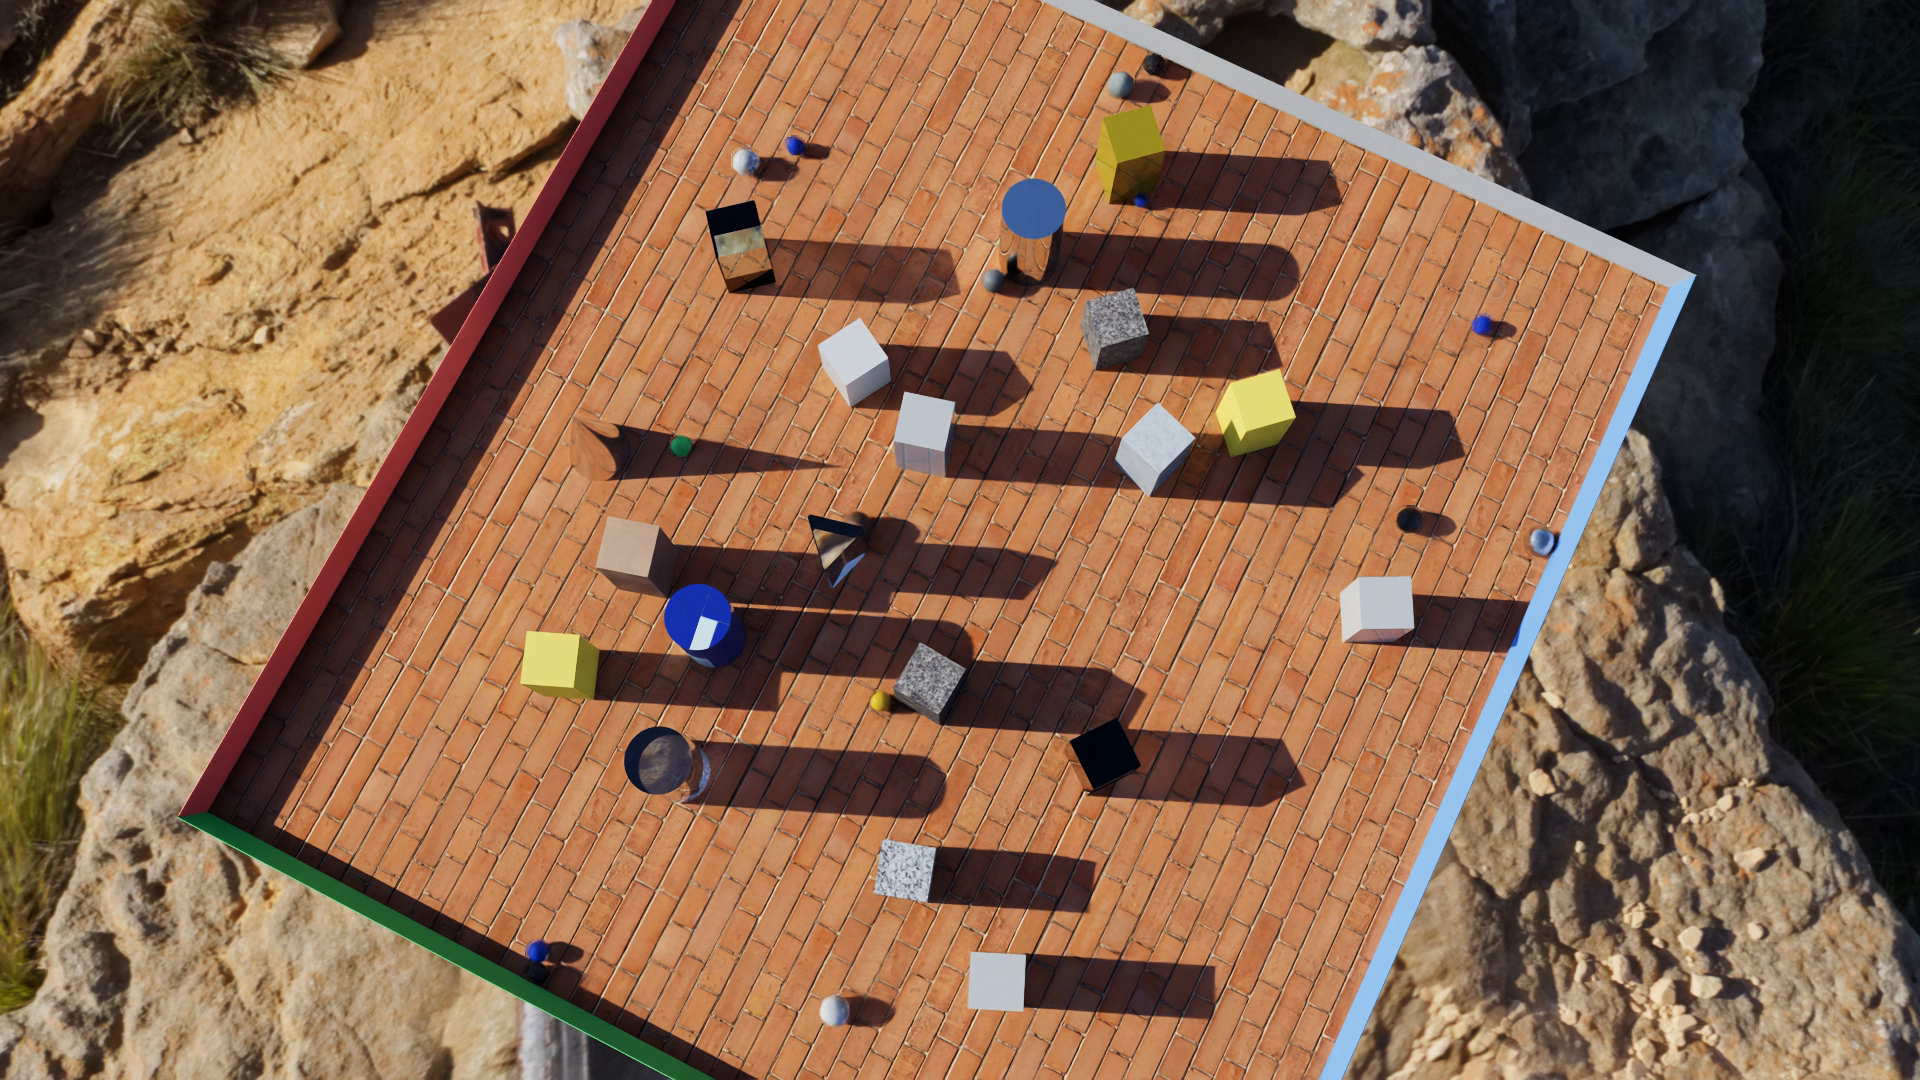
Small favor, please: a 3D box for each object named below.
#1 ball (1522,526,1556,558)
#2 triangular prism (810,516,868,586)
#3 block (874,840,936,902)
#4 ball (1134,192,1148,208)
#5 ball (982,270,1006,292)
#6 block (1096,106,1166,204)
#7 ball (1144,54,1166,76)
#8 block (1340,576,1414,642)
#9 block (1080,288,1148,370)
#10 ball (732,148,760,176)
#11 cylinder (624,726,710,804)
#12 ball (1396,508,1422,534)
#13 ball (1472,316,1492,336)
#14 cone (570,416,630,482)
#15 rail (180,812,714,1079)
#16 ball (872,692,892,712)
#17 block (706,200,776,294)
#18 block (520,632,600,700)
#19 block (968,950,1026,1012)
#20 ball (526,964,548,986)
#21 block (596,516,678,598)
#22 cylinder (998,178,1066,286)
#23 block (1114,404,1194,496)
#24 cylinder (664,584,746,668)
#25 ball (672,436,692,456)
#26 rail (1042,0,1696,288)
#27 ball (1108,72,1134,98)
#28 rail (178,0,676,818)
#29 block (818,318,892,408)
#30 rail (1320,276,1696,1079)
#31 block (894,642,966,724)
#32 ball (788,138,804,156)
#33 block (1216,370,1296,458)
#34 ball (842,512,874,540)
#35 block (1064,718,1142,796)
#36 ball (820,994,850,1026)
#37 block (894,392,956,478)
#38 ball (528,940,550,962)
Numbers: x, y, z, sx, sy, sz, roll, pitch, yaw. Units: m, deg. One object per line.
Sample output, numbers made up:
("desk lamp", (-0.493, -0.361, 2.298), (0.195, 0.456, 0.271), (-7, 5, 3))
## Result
("ball", (1.758, 0.008, 5.566), (0.095, 0.095, 0.095), (0, 78, 0))
("triangular prism", (-0.387, 0.008, 5.456), (0.143, 0.311, 0.165), (43, 81, 8))
("block", (-0.156, 0.957, 5.289), (0.152, 0.254, 0.152), (9, 78, 2))
("ball", (0.575, -1.078, 5.814), (0.048, 0.048, 0.048), (0, 78, 0))
("ball", (0.108, -0.812, 5.747), (0.073, 0.073, 0.073), (0, 78, 0))
("block", (0.527, -1.194, 5.698), (0.152, 0.323, 0.152), (-15, 79, -3))
("ball", (0.626, -1.530, 5.898), (0.069, 0.069, 0.069), (0, 78, 0))
("block", (1.234, 0.208, 5.437), (0.152, 0.267, 0.152), (-1, 78, 0))
("block", (0.473, -0.645, 5.628), (0.152, 0.238, 0.152), (-16, 79, -3))
("ball", (-0.680, -1.199, 5.821), (0.085, 0.085, 0.085), (0, 78, 0))
("cylinder", (-0.841, 0.652, 5.288), (0.190, 0.378, 0.190), (0, 78, 0))
("ball", (1.371, -0.060, 5.589), (0.079, 0.079, 0.079), (0, 78, 0))
("ball", (1.630, -0.670, 5.724), (0.061, 0.061, 0.061), (0, 78, 0))
("cone", (-1.114, -0.316, 5.474), (0.190, 0.408, 0.190), (0, 78, 0))
("rail", (-0.776, 1.527, 5.236), (3.328, 0.124, 0.045), (26, 80, 5))
("ball", (-0.235, 0.484, 5.485), (0.061, 0.061, 0.061), (0, 78, 0))
("block", (-0.673, -0.900, 5.642), (0.152, 0.314, 0.152), (-13, 79, -3))
("block", (-1.172, 0.371, 5.388), (0.152, 0.298, 0.152), (4, 78, 1))
("block", (0.102, 1.249, 5.203), (0.152, 0.303, 0.152), (3, 78, 1))
("ball", (-1.229, 1.262, 5.321), (0.066, 0.066, 0.066), (0, 78, 0))
("block", (-0.951, 0.055, 5.421), (0.152, 0.360, 0.152), (11, 79, 2))
("cylinder", (0.218, -0.935, 5.601), (0.190, 0.408, 0.190), (0, 78, 0))
("block", (0.583, -0.269, 5.518), (0.152, 0.301, 0.152), (44, 82, 8))
("cylinder", (-0.743, 0.255, 5.374), (0.190, 0.370, 0.190), (0, 78, 0))
("ball", (-0.856, -0.290, 5.644), (0.063, 0.063, 0.063), (0, 78, 0))
("rail", (0.776, -1.514, 5.865), (3.328, 0.124, 0.045), (26, 80, 5))
("ball", (0.516, -1.460, 5.876), (0.083, 0.083, 0.083), (0, 78, 0))
("rail", (-1.467, -0.712, 5.700), (0.045, 0.124, 3.519), (26, 80, 5))
("block", (-0.321, -0.540, 5.605), (0.152, 0.240, 0.152), (-34, 80, -7))
("rail", (1.467, 0.725, 5.402), (0.045, 0.124, 3.519), (26, 80, 5))
("block", (-0.087, 0.425, 5.378), (0.152, 0.294, 0.152), (30, 80, 6))
("ball", (-0.524, -1.254, 5.847), (0.056, 0.056, 0.056), (0, 78, 0))
("block", (0.890, -0.379, 5.535), (0.152, 0.313, 0.152), (-16, 79, -3))
("ball", (-0.312, -0.041, 5.576), (0.095, 0.095, 0.095), (0, 78, 0))
("block", (0.413, 0.634, 5.343), (0.152, 0.279, 0.152), (-26, 79, -5))
("ball", (-0.361, 1.358, 5.290), (0.088, 0.088, 0.088), (0, 78, 0))
("block", (-0.104, -0.314, 5.516), (0.152, 0.324, 0.152), (12, 79, 2))
("ball", (-1.226, 1.199, 5.336), (0.063, 0.063, 0.063), (0, 78, 0))
